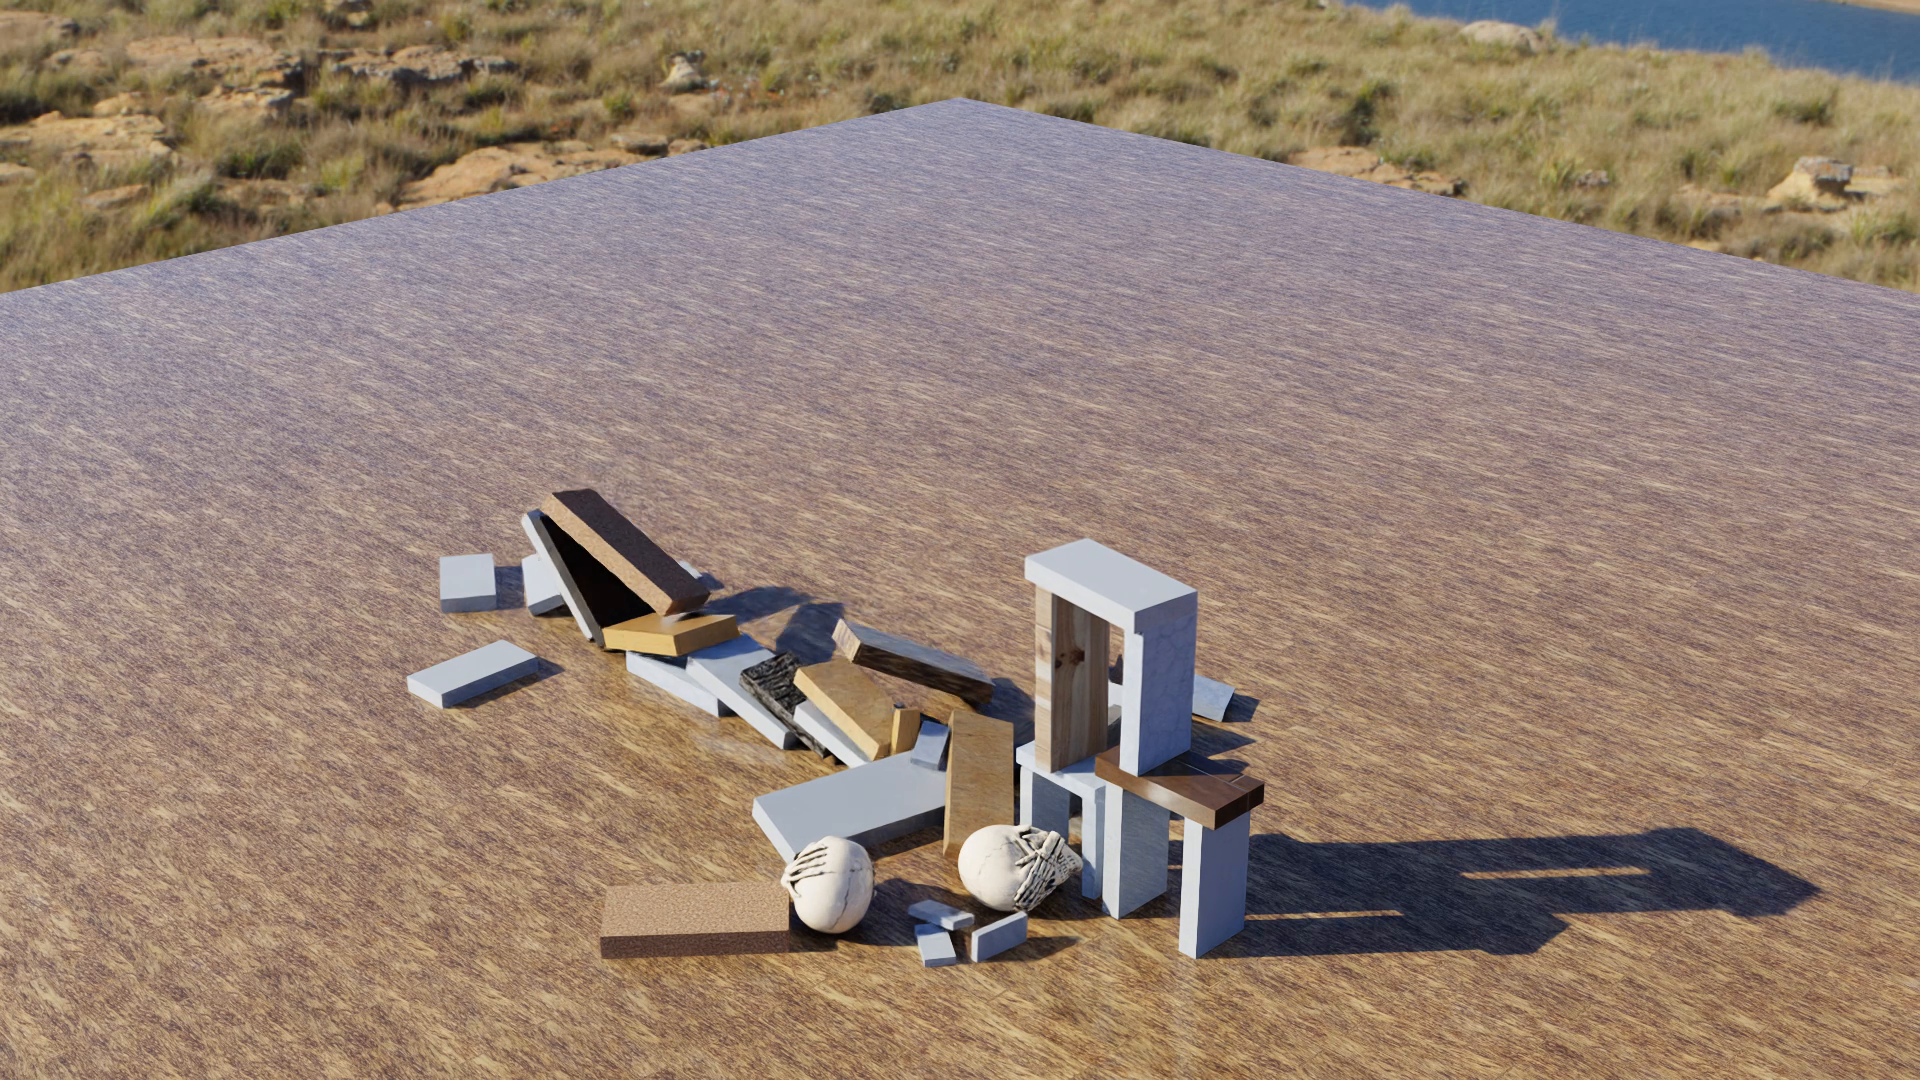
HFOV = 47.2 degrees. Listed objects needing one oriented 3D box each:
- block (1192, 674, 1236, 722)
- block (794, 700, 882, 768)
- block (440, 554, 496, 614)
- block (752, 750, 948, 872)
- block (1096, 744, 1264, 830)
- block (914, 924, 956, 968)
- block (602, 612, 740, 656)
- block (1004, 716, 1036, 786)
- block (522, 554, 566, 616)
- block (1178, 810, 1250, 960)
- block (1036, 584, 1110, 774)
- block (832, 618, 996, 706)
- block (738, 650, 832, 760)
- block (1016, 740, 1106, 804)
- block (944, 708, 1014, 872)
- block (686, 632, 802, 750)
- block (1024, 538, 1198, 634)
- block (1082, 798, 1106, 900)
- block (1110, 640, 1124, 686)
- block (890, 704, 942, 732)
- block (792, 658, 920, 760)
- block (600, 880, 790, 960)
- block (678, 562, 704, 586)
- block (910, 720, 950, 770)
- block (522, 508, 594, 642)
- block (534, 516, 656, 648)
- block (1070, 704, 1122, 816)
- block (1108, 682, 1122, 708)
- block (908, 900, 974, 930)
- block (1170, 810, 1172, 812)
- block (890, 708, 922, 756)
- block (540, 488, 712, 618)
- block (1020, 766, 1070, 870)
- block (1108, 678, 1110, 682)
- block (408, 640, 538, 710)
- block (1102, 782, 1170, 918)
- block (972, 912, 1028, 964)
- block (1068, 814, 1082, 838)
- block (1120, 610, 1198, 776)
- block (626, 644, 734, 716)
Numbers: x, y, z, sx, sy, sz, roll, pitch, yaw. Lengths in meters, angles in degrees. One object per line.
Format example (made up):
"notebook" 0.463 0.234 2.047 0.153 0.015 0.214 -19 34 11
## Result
"block" 0.488 0.329 4.884 0.228 0.032 0.114 18 27 12
"block" -0.204 0.417 4.624 0.278 0.039 0.139 37 40 29
"block" -1.224 0.106 5.464 0.131 0.037 0.262 -5 24 -12
"block" -0.189 0.530 4.394 0.419 0.048 0.169 -14 42 -30
"block" 0.395 0.433 3.976 0.279 0.040 0.139 21 31 41
"block" -0.046 0.736 4.004 0.058 0.016 0.115 -4 23 -10
"block" -0.662 0.210 5.017 0.165 0.047 0.330 -18 11 -35
"block" 0.091 0.457 4.632 0.140 0.040 0.279 15 27 32
"block" -1.010 0.095 5.408 0.114 0.032 0.228 -22 33 -2
"block" 0.461 0.605 3.978 0.040 0.279 0.140 21 31 41
"block" 0.209 0.240 4.092 0.149 0.372 0.042 -19 28 -37
"block" -0.102 0.269 4.865 0.338 0.048 0.169 19 10 -23
"block" -0.333 0.353 4.738 0.139 0.039 0.278 -22 49 -41
"block" 0.218 0.429 4.162 0.107 0.030 0.214 -19 29 -37
"block" 0.040 0.497 4.424 0.131 0.037 0.453 15 29 -7
"block" -0.432 0.329 4.833 0.165 0.047 0.330 -22 44 -41
"block" 0.268 0.079 3.940 0.149 0.042 0.298 -17 28 -34
"block" 0.274 0.561 4.163 0.030 0.214 0.107 15 27 34
"block" 0.413 0.296 5.022 0.114 0.032 0.228 5 23 11
"block" -0.086 0.381 4.597 0.115 0.016 0.058 21 18 -30
"block" -0.211 0.353 4.628 0.139 0.039 0.278 -10 40 -44
"block" -0.484 0.699 4.053 0.338 0.048 0.169 -1 23 -3
"block" -0.765 0.109 5.463 0.228 0.032 0.114 -13 26 -28
"block" -0.061 0.420 4.510 0.058 0.016 0.115 16 39 4
"block" -0.891 0.061 5.268 0.172 0.049 0.344 -22 72 -35
"block" -0.851 0.076 5.216 0.172 0.049 0.344 -20 71 -35
"block" 0.262 0.456 4.507 0.040 0.140 0.279 14 27 30
"block" 0.329 0.380 4.747 0.279 0.040 0.139 16 52 33
"block" -0.035 0.694 4.071 0.115 0.016 0.058 11 13 42
"block" 0.416 0.532 4.489 0.051 0.015 0.103 10 25 22
"block" -0.113 0.404 4.530 0.058 0.115 0.016 0 10 -44
"block" -0.777 0.026 5.116 0.403 0.049 0.172 39 19 16
"block" 0.165 0.521 4.259 0.107 0.214 0.030 -21 31 -40
"block" 0.275 0.310 4.950 0.114 0.032 0.228 -17 23 2
"block" -1.106 0.303 4.999 0.131 0.037 0.262 20 30 39
"block" 0.330 0.554 4.099 0.040 0.279 0.139 21 31 41
"block" 0.072 0.720 3.989 0.115 0.058 0.016 -17 30 -34
"block" 0.263 0.578 4.380 0.103 0.015 0.051 17 28 34
"block" 0.356 0.262 3.947 0.042 0.298 0.149 22 31 40
"block" -0.591 0.300 4.993 0.165 0.047 0.330 -21 31 -41
